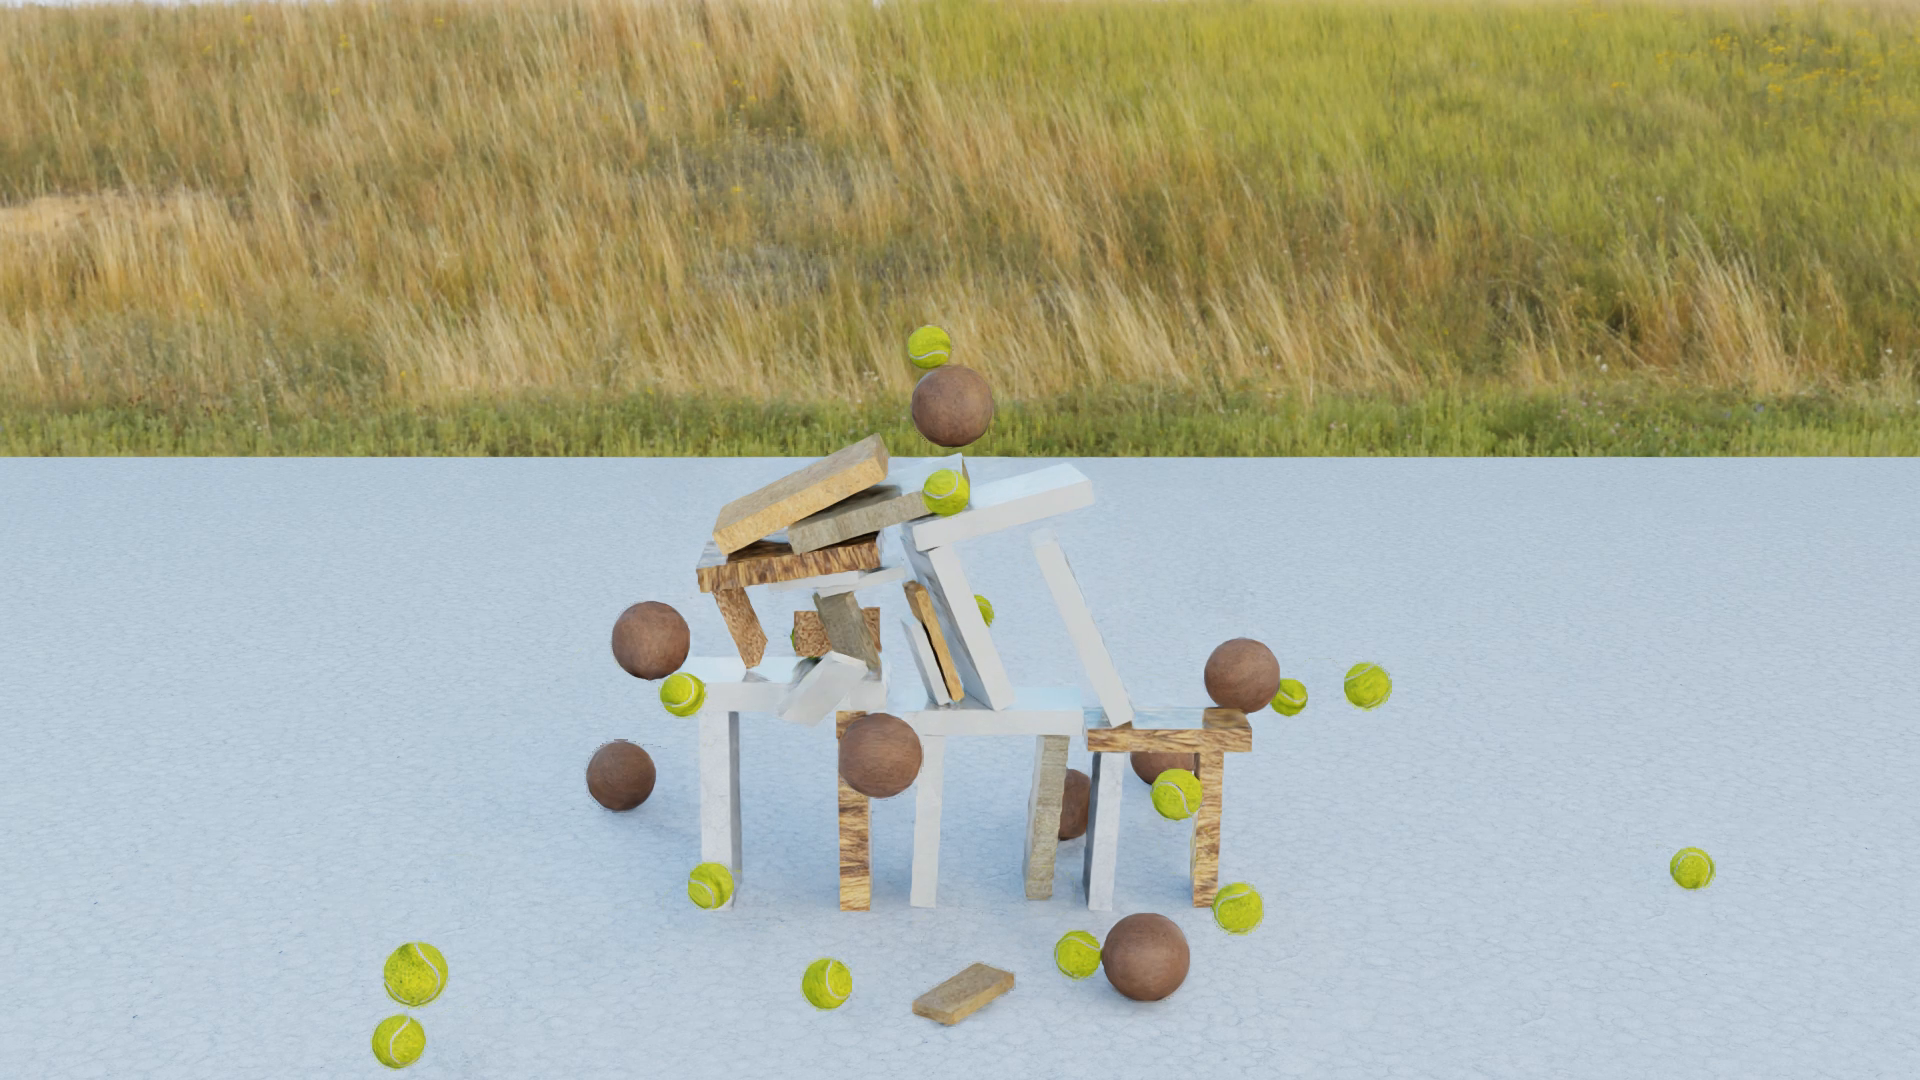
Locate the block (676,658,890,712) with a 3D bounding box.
[{"bbox_3d":[-0.286,0.235,3.603,0.337,0.048,0.168,0,11,0],"label":"block"}]

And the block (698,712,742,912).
[{"bbox_3d":[-0.395,0.424,3.638,0.048,0.337,0.168,0,11,0],"label":"block"}]

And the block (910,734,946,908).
[{"bbox_3d":[-0.052,0.446,3.646,0.041,0.290,0.145,4,10,-1],"label":"block"}]

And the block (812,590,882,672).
[{"bbox_3d":[-0.183,0.146,3.558,0.072,0.143,0.020,2,34,37],"label":"block"}]

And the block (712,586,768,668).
[{"bbox_3d":[-0.359,0.127,3.599,0.021,0.150,0.075,-14,27,16],"label":"block"}]

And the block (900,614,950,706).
[{"bbox_3d":[-0.057,0.195,3.581,0.020,0.142,0.071,-23,14,-11],"label":"block"}]

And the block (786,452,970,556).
[{"bbox_3d":[-0.129,-0.059,3.510,0.290,0.041,0.145,-17,17,5],"label":"block"}]

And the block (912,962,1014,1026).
[{"bbox_3d":[0.005,0.656,3.183,0.072,0.020,0.143,7,19,41],"label":"block"}]

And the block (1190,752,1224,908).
[{"bbox_3d":[0.408,0.459,3.643,0.038,0.266,0.133,2,11,3],"label":"block"}]

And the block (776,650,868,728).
[{"bbox_3d":[-0.215,0.234,3.437,0.072,0.143,0.020,20,34,-40],"label":"block"}]

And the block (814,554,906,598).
[{"bbox_3d":[-0.164,0.058,3.546,0.142,0.020,0.071,-14,17,-11],"label":"block"}]

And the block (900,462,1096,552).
[{"bbox_3d":[0.055,-0.054,3.514,0.292,0.041,0.146,-15,15,-8],"label":"block"}]

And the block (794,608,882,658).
[{"bbox_3d":[-0.202,0.153,3.650,0.150,0.075,0.021,-2,0,-32],"label":"block"}]

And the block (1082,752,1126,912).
[{"bbox_3d":[0.236,0.461,3.627,0.038,0.266,0.133,4,10,-2],"label":"block"}]

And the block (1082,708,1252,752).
[{"bbox_3d":[0.337,0.310,3.604,0.266,0.038,0.133,0,11,-1],"label":"block"}]

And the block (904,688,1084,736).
[{"bbox_3d":[0.055,0.281,3.617,0.290,0.041,0.145,0,11,1],"label":"block"}]

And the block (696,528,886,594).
[{"bbox_3d":[-0.270,0.022,3.542,0.290,0.041,0.145,-8,18,4],"label":"block"}]

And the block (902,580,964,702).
[{"bbox_3d":[-0.043,0.163,3.570,0.020,0.196,0.071,-23,17,-13],"label":"block"}]

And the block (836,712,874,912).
[{"bbox_3d":[-0.173,0.424,3.638,0.048,0.337,0.168,-1,11,0],"label":"block"}]

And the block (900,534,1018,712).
[{"bbox_3d":[-0.003,0.126,3.557,0.041,0.293,0.146,-27,18,-13],"label":"block"}]

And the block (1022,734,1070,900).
[{"bbox_3d":[0.143,0.439,3.677,0.041,0.290,0.145,6,11,-2],"label":"block"}]

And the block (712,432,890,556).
[{"bbox_3d":[-0.254,-0.075,3.536,0.290,0.041,0.145,-25,16,8],"label":"block"}]

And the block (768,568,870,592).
[{"bbox_3d":[-0.227,0.054,3.526,0.151,0.021,0.075,-6,18,14],"label":"block"}]

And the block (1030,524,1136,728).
[{"bbox_3d":[0.199,0.138,3.581,0.041,0.319,0.146,-24,10,4],"label":"block"}]
